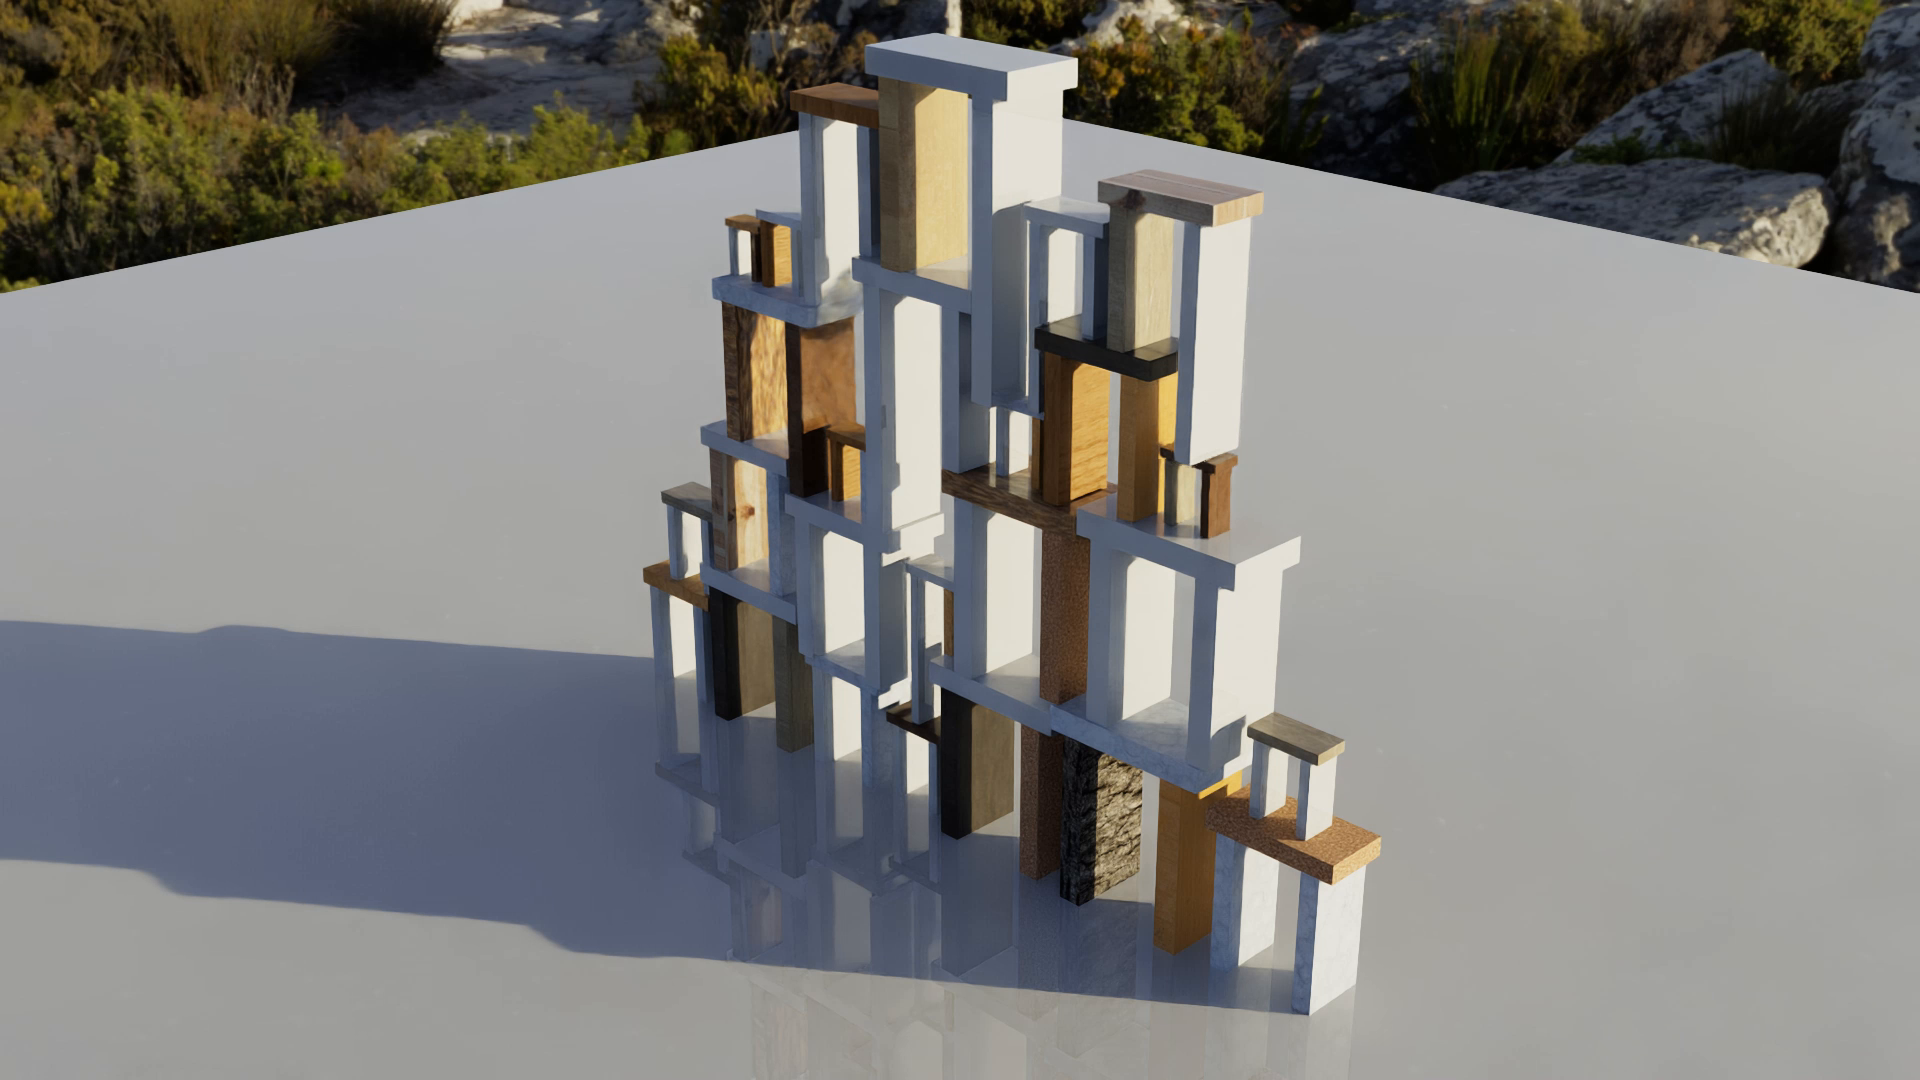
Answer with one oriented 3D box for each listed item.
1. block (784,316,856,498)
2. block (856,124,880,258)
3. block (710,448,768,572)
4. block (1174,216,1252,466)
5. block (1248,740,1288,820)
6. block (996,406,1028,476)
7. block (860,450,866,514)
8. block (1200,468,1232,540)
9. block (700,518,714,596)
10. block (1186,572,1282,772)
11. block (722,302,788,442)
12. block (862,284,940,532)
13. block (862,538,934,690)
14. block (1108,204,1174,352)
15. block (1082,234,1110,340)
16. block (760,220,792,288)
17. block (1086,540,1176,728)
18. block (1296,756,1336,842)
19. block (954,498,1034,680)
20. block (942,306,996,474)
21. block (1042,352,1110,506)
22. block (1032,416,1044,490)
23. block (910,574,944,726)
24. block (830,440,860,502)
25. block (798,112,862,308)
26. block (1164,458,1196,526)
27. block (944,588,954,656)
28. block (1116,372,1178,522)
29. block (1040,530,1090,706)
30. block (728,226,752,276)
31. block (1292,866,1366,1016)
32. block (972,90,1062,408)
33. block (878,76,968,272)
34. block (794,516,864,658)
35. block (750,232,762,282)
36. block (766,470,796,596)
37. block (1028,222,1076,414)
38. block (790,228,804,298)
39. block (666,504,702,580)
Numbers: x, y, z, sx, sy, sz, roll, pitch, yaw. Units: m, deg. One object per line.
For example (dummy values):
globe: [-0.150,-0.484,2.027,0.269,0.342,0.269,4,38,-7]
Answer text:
block: [-0.277,-0.276,4.412,0.041,0.361,0.146,21,31,41]
block: [-0.134,-0.659,4.097,0.034,0.243,0.122,21,31,41]
block: [-0.464,-0.082,4.692,0.039,0.274,0.137,21,31,41]
block: [0.415,-0.332,3.620,0.124,0.410,0.035,-21,31,-39]
block: [0.537,0.404,3.817,0.021,0.150,0.075,21,31,41]
block: [0.096,-0.190,4.042,0.019,0.135,0.068,21,31,40]
block: [-0.167,-0.123,4.348,0.018,0.130,0.065,21,31,40]
block: [0.433,-0.067,3.718,0.017,0.120,0.060,20,32,39]
block: [-0.520,0.026,4.799,0.025,0.176,0.088,21,31,41]
block: [0.475,0.209,3.804,0.176,0.353,0.050,-21,31,-40]
block: [-0.415,-0.361,4.526,0.041,0.292,0.146,21,31,41]
block: [-0.110,-0.268,4.227,0.044,0.491,0.156,21,31,41]
block: [-0.122,0.134,4.409,0.043,0.304,0.152,21,31,40]
block: [0.304,-0.451,3.698,0.035,0.248,0.124,20,30,40]
block: [0.249,-0.441,3.760,0.026,0.181,0.090,20,30,41]
block: [-0.363,-0.576,4.376,0.019,0.136,0.068,21,31,41]
block: [0.309,0.144,3.957,0.050,0.353,0.176,21,31,41]
block: [0.608,0.431,3.752,0.021,0.150,0.075,21,31,41]
block: [0.065,0.070,4.188,0.048,0.362,0.168,21,31,41]
block: [0.037,-0.293,4.057,0.044,0.312,0.156,21,31,41]
block: [0.207,-0.212,3.907,0.037,0.281,0.131,21,31,40]
block: [0.160,-0.165,3.983,0.068,0.135,0.019,-21,31,-40]
block: [-0.065,0.210,4.380,0.020,0.325,0.070,21,31,41]
block: [-0.228,-0.147,4.404,0.018,0.130,0.065,21,31,40]
block: [-0.248,-0.644,4.229,0.034,0.376,0.122,21,31,40]
block: [0.377,-0.089,3.770,0.060,0.120,0.017,-23,32,-38]
block: [0.001,0.150,4.283,0.020,0.140,0.070,21,31,41]
block: [0.331,-0.173,3.790,0.037,0.261,0.130,21,31,41]
block: [0.223,0.119,4.037,0.048,0.336,0.168,21,31,41]
block: [-0.443,-0.590,4.454,0.050,0.101,0.014,-21,31,-41]
block: [0.641,0.675,3.819,0.039,0.274,0.137,21,31,41]
block: [0.100,-0.521,3.892,0.050,0.553,0.175,21,31,40]
block: [-0.065,-0.678,4.004,0.050,0.350,0.175,21,31,40]
block: [-0.266,0.078,4.540,0.043,0.304,0.152,21,31,41]
block: [-0.395,-0.571,4.411,0.014,0.101,0.050,21,31,41]
block: [-0.335,-0.032,4.573,0.039,0.274,0.137,21,31,41]
block: [0.161,-0.399,3.870,0.090,0.344,0.026,-21,31,-40]
block: [-0.299,-0.551,4.317,0.019,0.136,0.068,21,31,41]
block: [-0.603,-0.006,4.876,0.025,0.176,0.088,21,31,41]
